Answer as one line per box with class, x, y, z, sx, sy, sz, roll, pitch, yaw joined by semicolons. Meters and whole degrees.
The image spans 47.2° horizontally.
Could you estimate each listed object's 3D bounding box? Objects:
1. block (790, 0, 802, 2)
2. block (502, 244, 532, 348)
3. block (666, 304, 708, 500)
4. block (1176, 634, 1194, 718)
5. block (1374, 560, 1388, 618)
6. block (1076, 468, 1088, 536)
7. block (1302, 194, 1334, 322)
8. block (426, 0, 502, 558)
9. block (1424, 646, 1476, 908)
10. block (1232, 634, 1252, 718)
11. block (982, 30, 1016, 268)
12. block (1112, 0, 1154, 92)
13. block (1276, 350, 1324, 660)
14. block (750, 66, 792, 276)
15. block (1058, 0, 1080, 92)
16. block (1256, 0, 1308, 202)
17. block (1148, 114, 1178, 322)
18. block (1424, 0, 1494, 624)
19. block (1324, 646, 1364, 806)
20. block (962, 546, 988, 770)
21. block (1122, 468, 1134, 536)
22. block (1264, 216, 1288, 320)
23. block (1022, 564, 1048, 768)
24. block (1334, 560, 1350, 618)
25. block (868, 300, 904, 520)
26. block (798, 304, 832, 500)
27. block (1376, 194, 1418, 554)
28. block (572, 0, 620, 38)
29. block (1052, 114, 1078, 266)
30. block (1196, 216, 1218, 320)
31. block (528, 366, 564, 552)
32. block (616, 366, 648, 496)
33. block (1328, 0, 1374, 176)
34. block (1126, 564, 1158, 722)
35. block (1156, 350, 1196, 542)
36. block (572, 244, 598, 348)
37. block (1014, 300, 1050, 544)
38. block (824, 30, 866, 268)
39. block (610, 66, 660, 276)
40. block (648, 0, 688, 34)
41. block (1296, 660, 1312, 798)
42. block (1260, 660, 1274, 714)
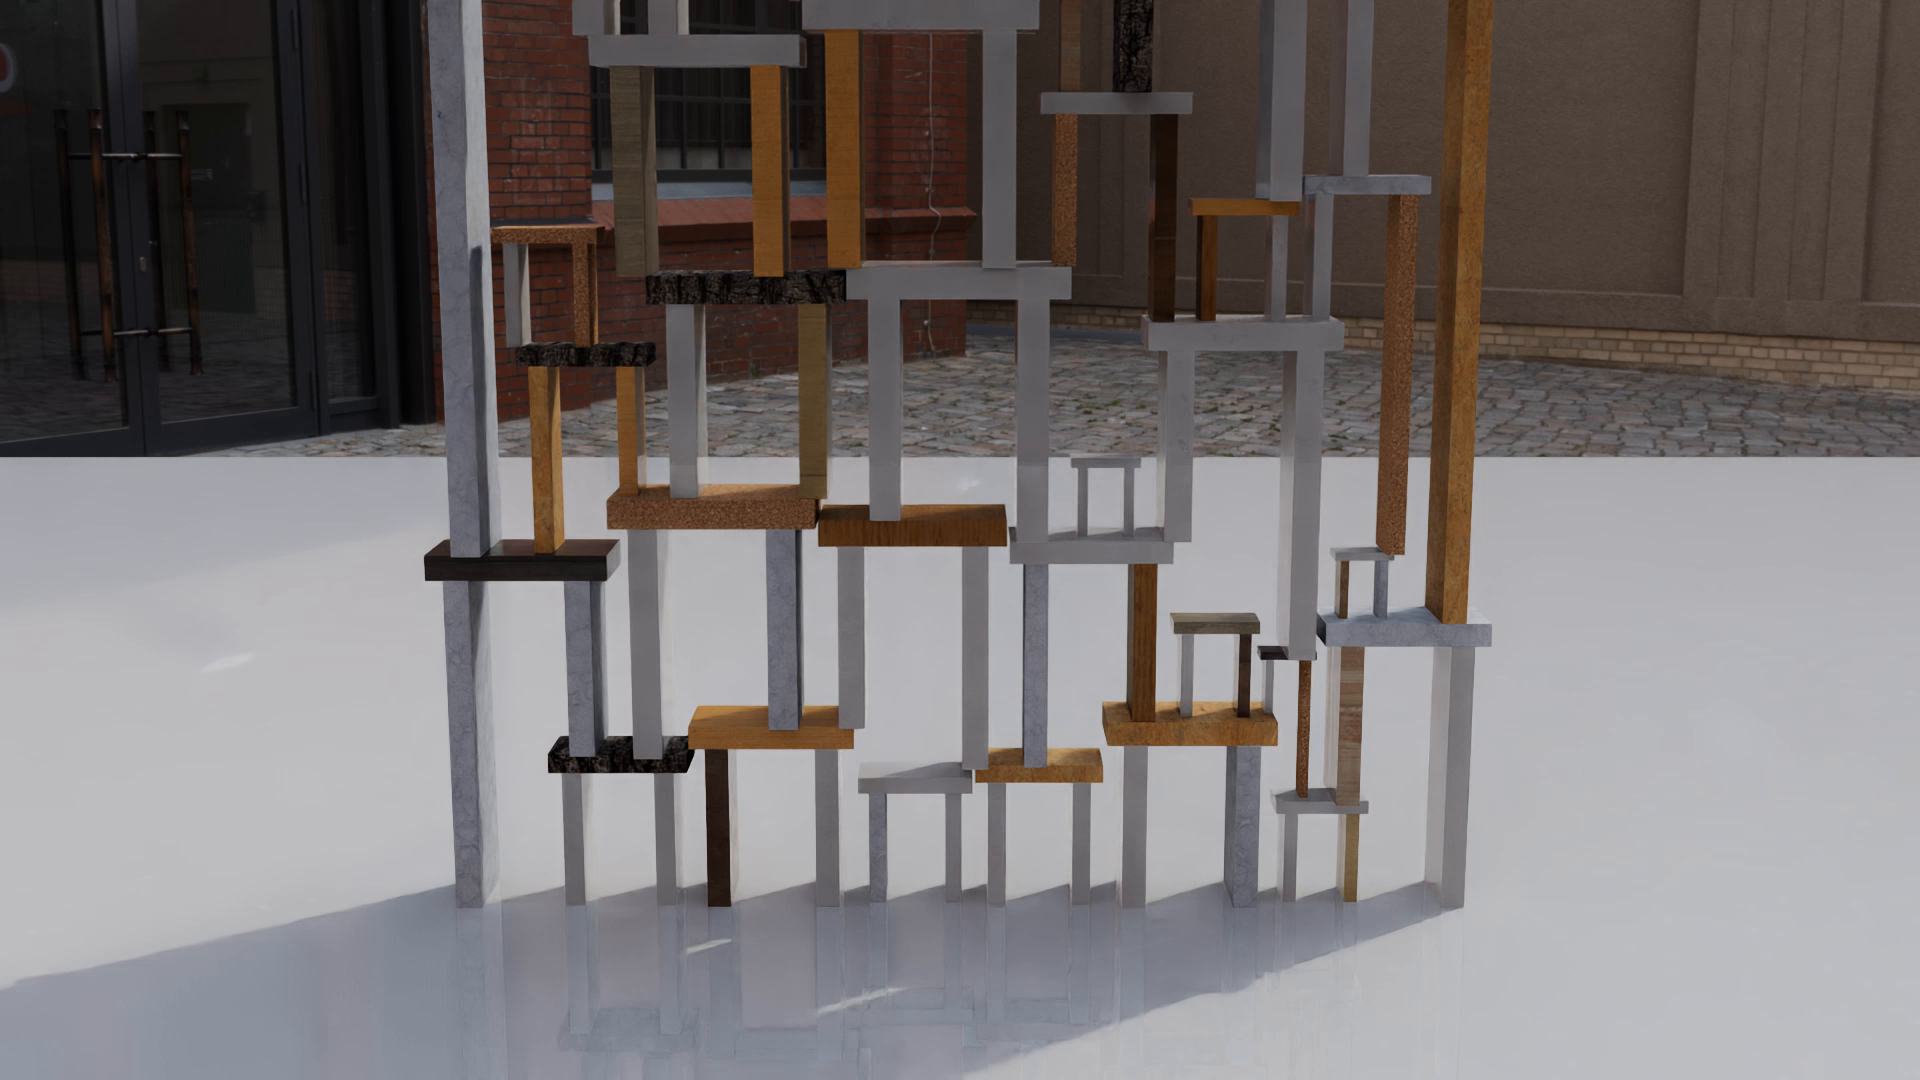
block;-0.248;-0.990;3.378;0.043;0.307;0.153;0;11;0
block;-0.703;-0.391;3.489;0.023;0.163;0.081;0;11;0
block;-0.436;-0.229;3.522;0.043;0.307;0.153;0;11;0
block;0.368;0.214;3.595;0.020;0.140;0.070;0;11;0
block;0.683;0.076;3.570;0.014;0.095;0.048;0;11;0
block;0.197;-0.065;3.550;0.016;0.112;0.056;0;11;0
block;0.566;-0.448;3.475;0.028;0.196;0.098;0;10;0
block;-0.782;-0.547;3.457;0.047;1.137;0.165;0;11;0
block;0.807;0.374;3.630;0.038;0.438;0.133;0;11;0
block;0.461;0.214;3.595;0.020;0.140;0.070;0;11;0
block;0.060;-0.612;3.443;0.051;0.358;0.179;0;11;0
block;0.268;-0.867;3.392;0.049;0.347;0.174;0;11;0
block;0.548;-0.065;3.548;0.043;0.496;0.152;0;11;0
block;-0.296;-0.579;3.448;0.045;0.319;0.160;0;11;0
block;0.170;-0.870;3.399;0.029;0.350;0.104;0;11;1
block;0.500;-0.787;3.406;0.049;0.512;0.174;0;11;0
block;0.319;-0.509;3.468;0.033;0.319;0.117;0;11;0
block;0.791;-0.360;3.495;0.039;0.979;0.137;0;11;0
block;0.630;0.289;3.615;0.038;0.265;0.133;0;10;0
block;0.024;0.177;3.590;0.042;0.367;0.149;0;11;0
block;0.271;-0.065;3.550;0.016;0.112;0.056;0;11;0
block;0.500;-0.433;3.482;0.023;0.165;0.082;0;11;1
block;0.123;0.192;3.594;0.037;0.336;0.130;0;11;0
block;0.620;0.076;3.570;0.014;0.095;0.048;0;11;0
block;-0.118;-0.217;3.523;0.049;0.348;0.174;0;11;0
block;-0.231;-0.229;3.521;0.043;0.307;0.153;0;11;0
block;0.697;-0.265;3.511;0.028;0.569;0.098;0;11;0
block;-0.563;-0.943;3.382;0.047;0.330;0.165;0;11;0
block;0.164;-0.552;3.461;0.033;0.233;0.117;0;11;0
block;0.390;-0.433;3.483;0.023;0.165;0.082;0;11;0
block;-0.665;-0.135;3.539;0.029;0.298;0.103;0;11;0
block;-0.527;-0.180;3.530;0.029;0.207;0.103;0;11;0
block;0.609;-0.707;3.430;0.039;0.274;0.137;0;10;0
block;0.296;0.154;3.587;0.037;0.260;0.130;0;11;0
block;0.345;-0.160;3.531;0.043;0.304;0.152;0;11;0
block;-0.594;-0.391;3.489;0.023;0.163;0.081;0;11;0
block;0.114;-0.200;3.526;0.049;0.384;0.174;0;11;0
block;-0.179;-0.612;3.443;0.051;0.358;0.179;0;11;0
block;-0.509;-0.578;3.448;0.045;0.320;0.160;0;11;0
block;-0.453;-0.961;3.384;0.043;0.365;0.153;0;11;0
block;0.566;0.305;3.620;0.013;0.233;0.046;0;11;0
block;0.504;0.236;3.608;0.013;0.092;0.046;0;11;0
